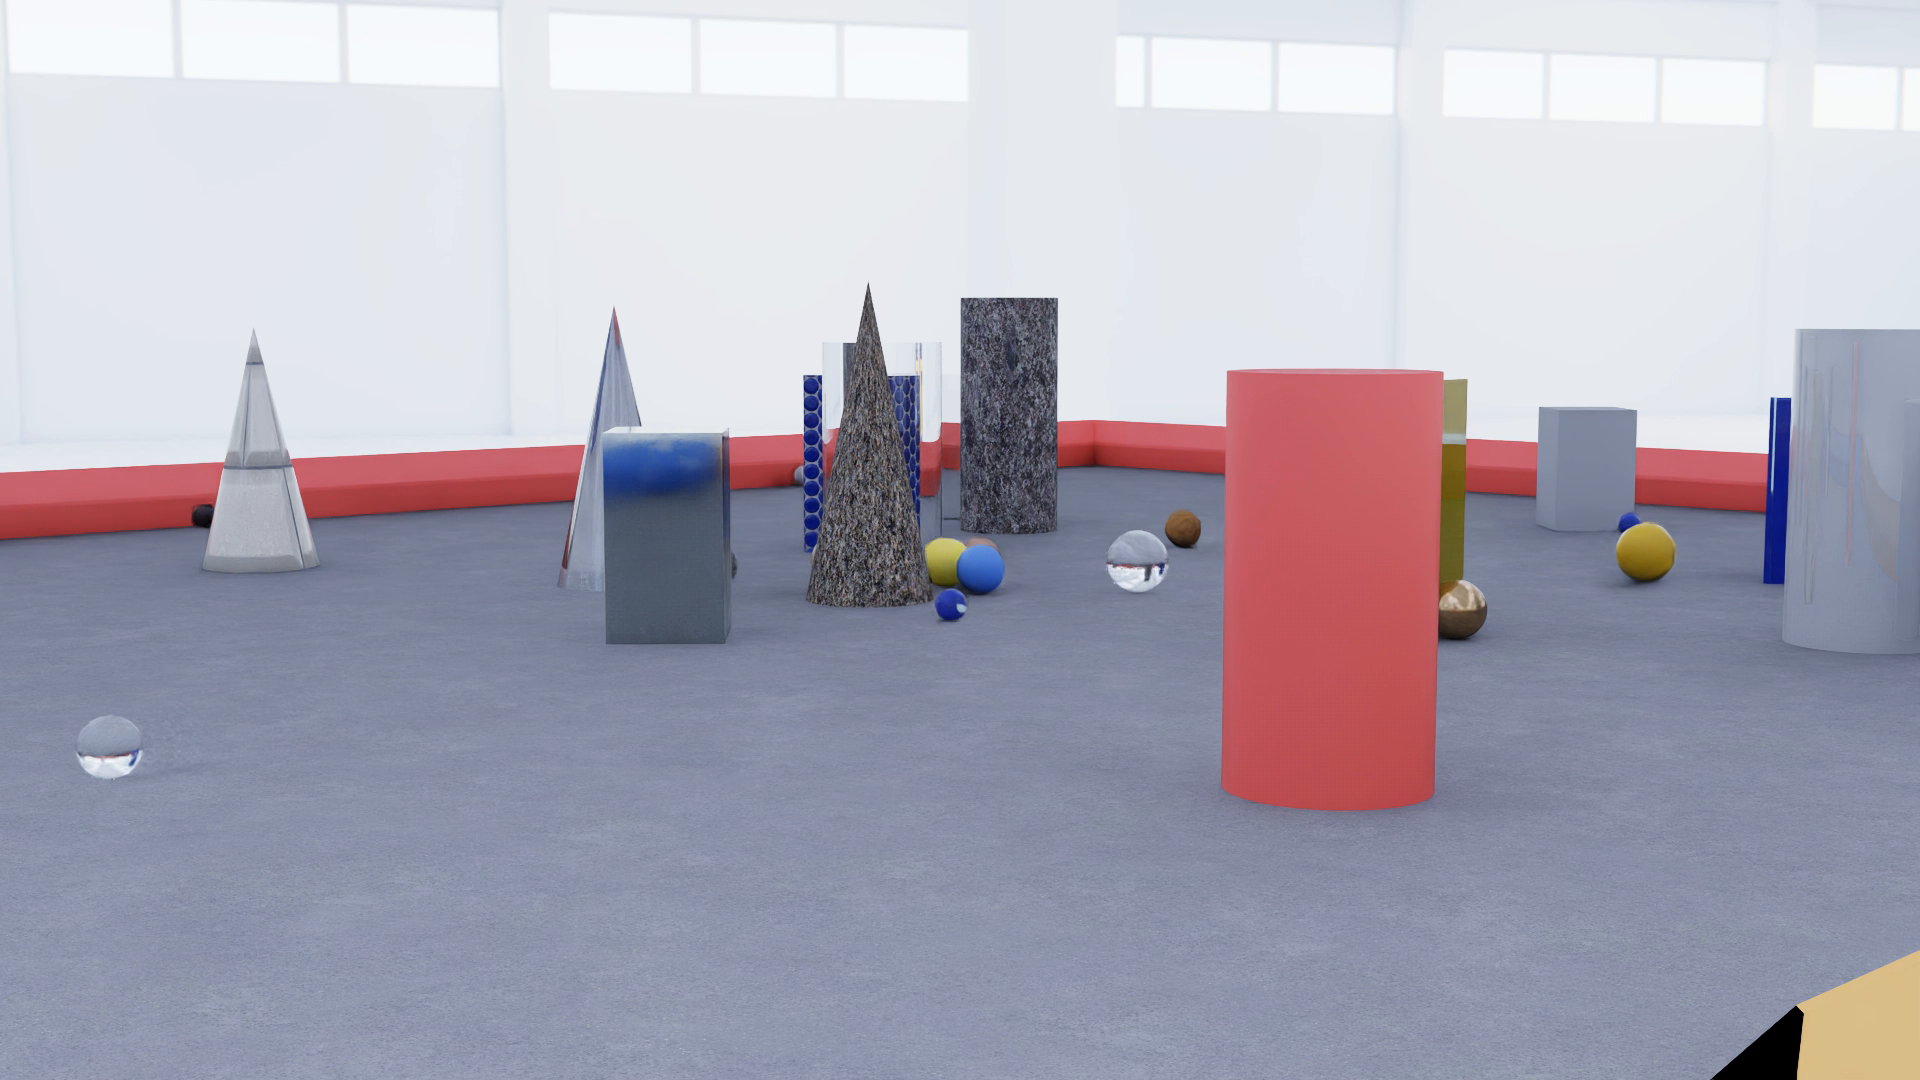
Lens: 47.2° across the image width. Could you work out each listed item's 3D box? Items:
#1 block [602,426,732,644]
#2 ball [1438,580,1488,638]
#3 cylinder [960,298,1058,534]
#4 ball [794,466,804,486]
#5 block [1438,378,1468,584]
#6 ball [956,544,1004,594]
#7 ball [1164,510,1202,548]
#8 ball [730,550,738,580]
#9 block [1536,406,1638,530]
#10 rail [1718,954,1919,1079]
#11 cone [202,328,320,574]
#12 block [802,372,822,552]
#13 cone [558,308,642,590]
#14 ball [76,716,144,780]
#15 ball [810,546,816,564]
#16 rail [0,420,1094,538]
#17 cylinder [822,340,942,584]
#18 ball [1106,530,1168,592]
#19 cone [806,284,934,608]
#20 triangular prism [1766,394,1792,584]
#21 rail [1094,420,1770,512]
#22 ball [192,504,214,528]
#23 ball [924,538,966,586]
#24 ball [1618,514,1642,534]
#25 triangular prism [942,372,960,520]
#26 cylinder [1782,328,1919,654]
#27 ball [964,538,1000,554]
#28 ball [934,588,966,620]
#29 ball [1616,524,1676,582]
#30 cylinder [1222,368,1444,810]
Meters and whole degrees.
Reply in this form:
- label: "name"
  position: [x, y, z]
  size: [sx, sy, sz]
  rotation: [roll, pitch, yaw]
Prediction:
- label: "block"
  position: [-0.398, -0.009, 3.006]
  size: [0.158, 0.283, 0.158]
  rotation: [0, 6, -2]
- label: "ball"
  position: [0.675, 0.094, 2.987]
  size: [0.081, 0.081, 0.081]
  rotation: [0, 6, 0]
- label: "cylinder"
  position: [0.099, -0.255, 4.457]
  size: [0.197, 0.470, 0.197]
  rotation: [0, 6, 0]
- label: "ball"
  position: [-0.393, -0.162, 5.568]
  size: [0.055, 0.055, 0.055]
  rotation: [0, 6, 0]
- label: "block"
  position: [0.593, -0.049, 3.061]
  size: [0.158, 0.350, 0.158]
  rotation: [5, 8, 41]
- label: "ball"
  position: [0.032, 0.046, 3.465]
  size: [0.077, 0.077, 0.077]
  rotation: [0, 6, 0]
- label: "ball"
  position: [0.421, -0.021, 4.147]
  size: [0.069, 0.069, 0.069]
  rotation: [0, 6, 0]
- label: "ball"
  position: [-0.394, 0.042, 3.513]
  size: [0.076, 0.076, 0.076]
  rotation: [0, 6, 0]
- label: "block"
  position: [1.286, -0.148, 4.520]
  size: [0.158, 0.244, 0.158]
  rotation: [0, 6, 0]
- label: "rail"
  position: [1.326, 0.183, 1.903]
  size: [4.704, 0.128, 0.045]
  rotation: [-5, 8, -42]
- label: "cone"
  position: [-1.214, -0.161, 3.800]
  size: [0.197, 0.418, 0.197]
  rotation: [0, 6, 0]
- label: "block"
  position: [-0.215, -0.148, 4.122]
  size: [0.158, 0.327, 0.158]
  rotation: [0, 6, -5]
- label: "cone"
  position: [-0.558, -0.155, 3.573]
  size: [0.197, 0.455, 0.197]
  rotation: [0, 6, 0]
- label: "ball"
  position: [-0.810, 0.197, 2.095]
  size: [0.061, 0.061, 0.061]
  rotation: [0, 6, 0]
- label: "ball"
  position: [-0.194, 0.033, 3.522]
  size: [0.090, 0.090, 0.090]
  rotation: [0, 6, 0]
- label: "rail"
  position: [-1.326, -0.116, 4.761]
  size: [4.704, 0.128, 0.045]
  rotation: [-5, 8, -42]
- label: "cylinder"
  position: [-0.129, -0.130, 3.634]
  size: [0.197, 0.393, 0.197]
  rotation: [0, 6, 0]
- label: "ball"
  position: [0.281, 0.034, 3.475]
  size: [0.098, 0.098, 0.098]
  rotation: [0, 6, 0]
- label: "cone"
  position: [-0.140, -0.153, 3.378]
  size: [0.197, 0.491, 0.197]
  rotation: [0, 6, 0]
- label: "triangular prism"
  position: [1.396, -0.088, 3.658]
  size: [0.171, 0.304, 0.148]
  rotation: [-1, 6, -5]
- label: "rail"
  position: [1.711, -0.131, 4.902]
  size: [0.045, 0.128, 3.957]
  rotation: [-5, 8, -42]
- label: "ball"
  position: [-1.554, -0.050, 4.521]
  size: [0.048, 0.048, 0.048]
  rotation: [0, 6, 0]
- label: "ball"
  position: [-0.022, 0.036, 3.548]
  size: [0.080, 0.080, 0.080]
  rotation: [0, 6, 0]
- label: "ball"
  position: [1.328, -0.031, 4.361]
  size: [0.044, 0.044, 0.044]
  rotation: [0, 6, 0]
- label: "triangular prism"
  position: [0.021, -0.204, 4.737]
  size: [0.171, 0.310, 0.148]
  rotation: [3, 7, 27]
- label: "cylinder"
  position: [1.210, -0.071, 2.933]
  size: [0.197, 0.420, 0.197]
  rotation: [0, 6, 0]
- label: "ball"
  position: [0.032, 0.030, 3.649]
  size: [0.070, 0.070, 0.070]
  rotation: [0, 6, 0]
- label: "ball"
  position: [-0.013, 0.093, 3.167]
  size: [0.046, 0.046, 0.046]
  rotation: [0, 6, 0]
- label: "ball"
  position: [1.129, 0.020, 3.618]
  size: [0.096, 0.096, 0.096]
  rotation: [0, 6, 0]
- label: "cylinder"
  position: [0.344, 0.038, 2.041]
  size: [0.197, 0.389, 0.197]
  rotation: [0, 6, 0]
